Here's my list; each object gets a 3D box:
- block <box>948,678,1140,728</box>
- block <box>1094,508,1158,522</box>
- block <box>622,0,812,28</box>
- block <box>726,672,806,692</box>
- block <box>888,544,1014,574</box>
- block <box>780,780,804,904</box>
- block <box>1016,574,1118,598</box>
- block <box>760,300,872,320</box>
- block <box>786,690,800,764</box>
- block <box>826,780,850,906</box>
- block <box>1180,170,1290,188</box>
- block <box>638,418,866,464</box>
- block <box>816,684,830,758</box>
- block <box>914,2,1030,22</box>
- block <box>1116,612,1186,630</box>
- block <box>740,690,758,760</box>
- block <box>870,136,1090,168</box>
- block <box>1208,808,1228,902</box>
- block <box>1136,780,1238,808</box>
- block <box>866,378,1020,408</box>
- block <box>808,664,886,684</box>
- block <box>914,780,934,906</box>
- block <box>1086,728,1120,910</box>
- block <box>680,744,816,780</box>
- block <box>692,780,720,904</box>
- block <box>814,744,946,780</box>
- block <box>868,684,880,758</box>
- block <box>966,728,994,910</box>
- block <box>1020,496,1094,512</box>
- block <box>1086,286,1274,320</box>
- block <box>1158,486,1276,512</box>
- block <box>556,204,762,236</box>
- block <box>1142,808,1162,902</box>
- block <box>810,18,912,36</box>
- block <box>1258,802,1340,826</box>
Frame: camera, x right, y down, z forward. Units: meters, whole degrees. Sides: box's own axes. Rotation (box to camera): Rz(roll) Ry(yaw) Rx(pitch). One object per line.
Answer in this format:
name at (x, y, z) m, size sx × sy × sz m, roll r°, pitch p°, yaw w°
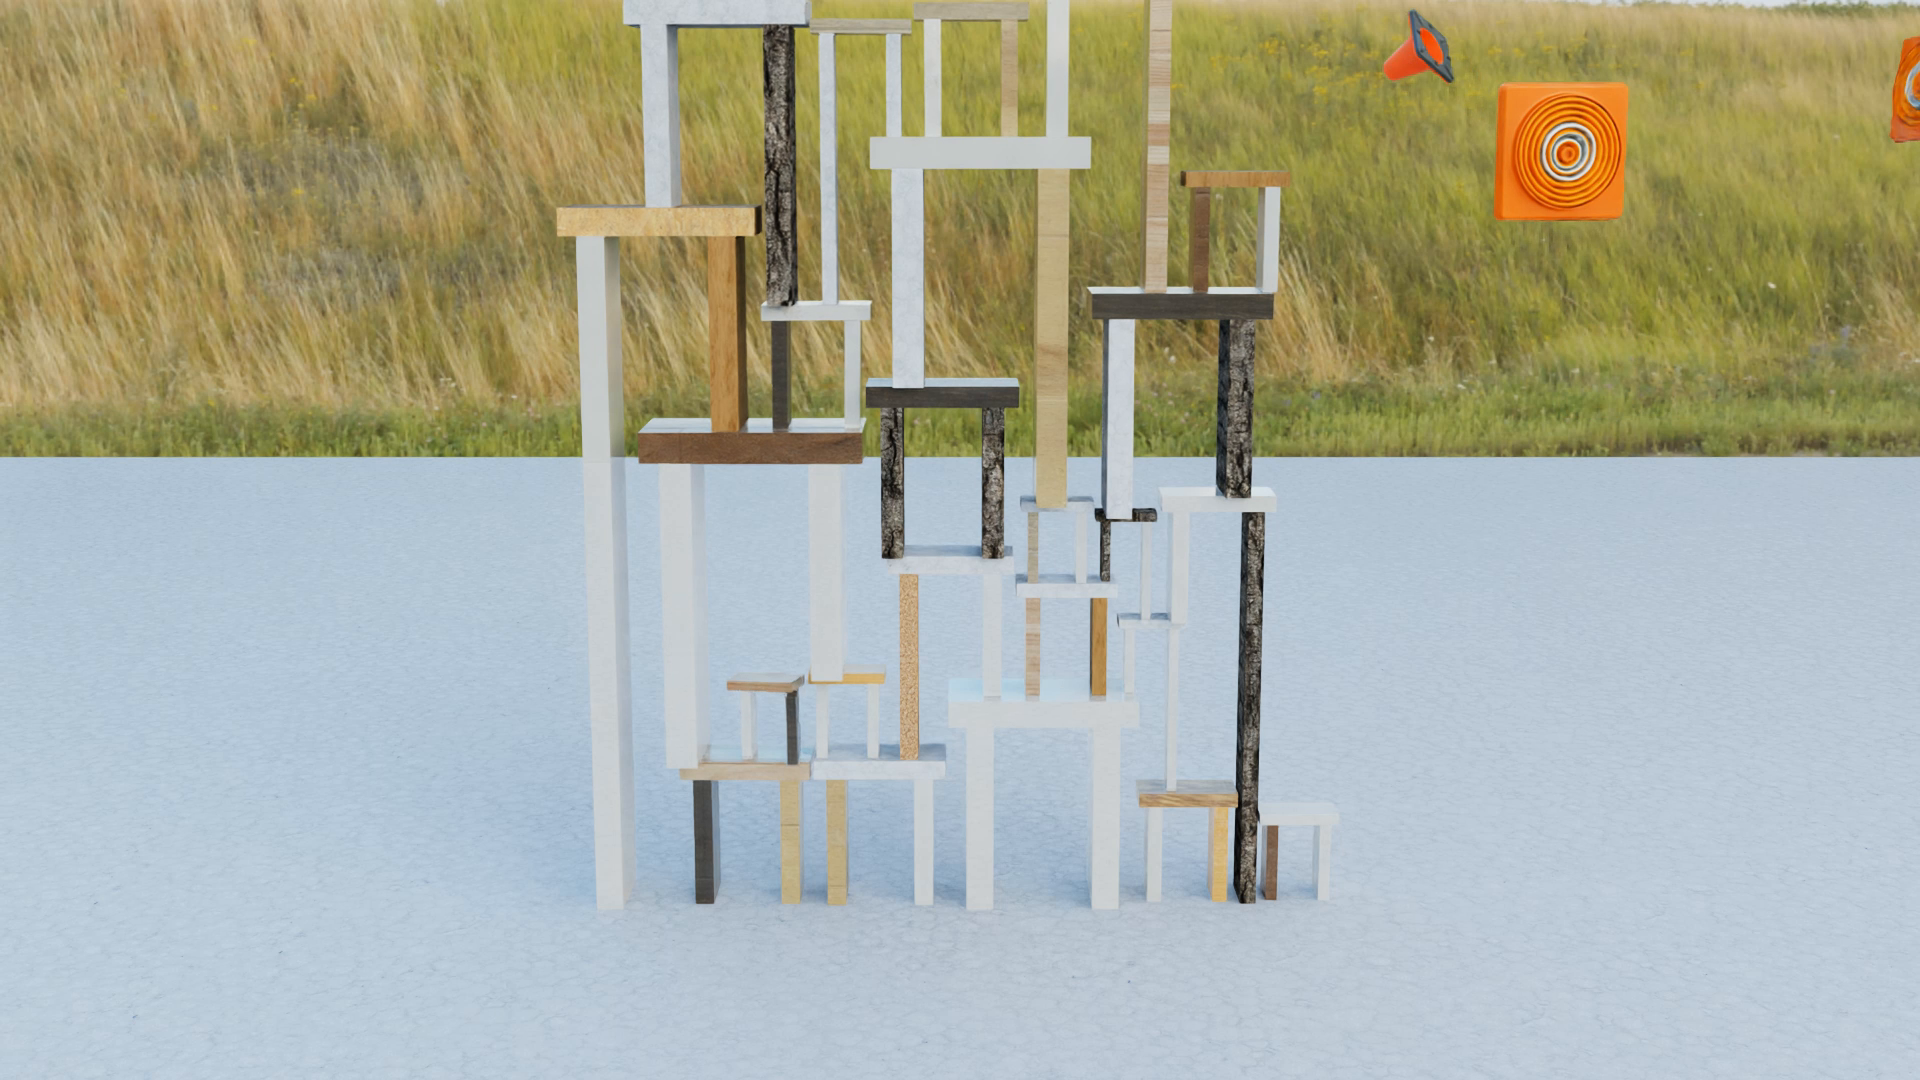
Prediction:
block at (0.135, 0.267, 3.609) m, size 0.307 × 0.043 × 0.153 m, roll 0°, pitch 11°, yaw 0°
block at (0.268, -0.041, 3.557) m, size 0.098 × 0.014 × 0.049 m, roll 0°, pitch 11°, yaw 0°
block at (-0.373, -0.817, 3.411) m, size 0.276 × 0.039 × 0.138 m, roll 0°, pitch 11°, yaw 1°
block at (-0.317, 0.232, 3.588) m, size 0.114 × 0.016 × 0.057 m, roll 1°, pitch 11°, yaw 18°
block at (-0.015, 0.032, 3.569) m, size 0.203 × 0.029 × 0.101 m, roll 0°, pitch 11°, yaw 0°
block at (-0.278, 0.485, 3.653) m, size 0.030 × 0.212 × 0.106 m, roll 0°, pitch 11°, yaw 0°
block at (0.172, 0.074, 3.577) m, size 0.162 × 0.023 × 0.081 m, roll 0°, pitch 11°, yaw 0°
block at (-0.227, -0.364, 3.494) m, size 0.171 × 0.024 × 0.086 m, roll 0°, pitch 11°, yaw 0°
block at (-0.271, 0.301, 3.574) m, size 0.016 × 0.114 × 0.057 m, roll 0°, pitch 15°, yaw 1°
block at (-0.202, 0.485, 3.647) m, size 0.030 × 0.214 × 0.107 m, roll 0°, pitch 11°, yaw 0°
block at (0.432, -0.567, 3.454) m, size 0.163 × 0.023 × 0.081 m, roll 0°, pitch 11°, yaw 0°
block at (-0.329, -0.160, 3.531) m, size 0.351 × 0.050 × 0.175 m, roll 0°, pitch 11°, yaw 0°
block at (-0.225, 0.289, 3.610) m, size 0.018 × 0.124 × 0.062 m, roll 0°, pitch 10°, yaw 0°
block at (0.017, -0.818, 3.410) m, size 0.177 × 0.025 × 0.089 m, roll 0°, pitch 11°, yaw 0°
block at (0.312, 0.132, 3.588) m, size 0.107 × 0.015 × 0.054 m, roll 0°, pitch 10°, yaw 0°
block at (-0.346, 0.296, 3.608) m, size 0.016 × 0.114 × 0.057 m, roll 0°, pitch 11°, yaw 5°
block at (0.031, -0.607, 3.445) m, size 0.337 × 0.048 × 0.169 m, roll 0°, pitch 11°, yaw 0°
block at (0.428, 0.510, 3.656) m, size 0.023 × 0.162 × 0.081 m, roll 0°, pitch 11°, yaw 0°
block at (0.374, 0.419, 3.639) m, size 0.162 × 0.023 × 0.081 m, roll 0°, pitch 11°, yaw 0°
block at (-0.028, -0.235, 3.512) m, size 0.241 × 0.034 × 0.121 m, roll 0°, pitch 11°, yaw 0°
block at (-0.184, 0.219, 3.597) m, size 0.124 × 0.018 × 0.062 m, roll 0°, pitch 11°, yaw 0°
block at (-0.059, 0.485, 3.647) m, size 0.030 × 0.214 × 0.107 m, roll 0°, pitch 11°, yaw 0°
block at (0.237, 0.439, 3.641) m, size 0.043 × 0.307 × 0.153 m, roll 0°, pitch 11°, yaw 0°
block at (-0.349, 0.366, 3.627) m, size 0.212 × 0.030 × 0.106 m, roll 0°, pitch 11°, yaw 1°
block at (-0.420, 0.485, 3.653) m, size 0.030 × 0.212 × 0.106 m, roll 0°, pitch 11°, yaw 0°
block at (-0.131, 0.365, 3.625) m, size 0.214 × 0.030 × 0.107 m, roll 0°, pitch 11°, yaw 0°
block at (-0.142, 0.289, 3.610) m, size 0.018 × 0.124 × 0.062 m, roll 1°, pitch 11°, yaw 0°
block at (0.032, 0.439, 3.641) m, size 0.043 × 0.307 × 0.153 m, roll 0°, pitch 11°, yaw 0°
block at (0.156, -0.058, 3.546) m, size 0.116 × 0.016 × 0.058 m, roll 0°, pitch 11°, yaw 0°
block at (0.346, -0.376, 3.490) m, size 0.283 × 0.040 × 0.141 m, roll 0°, pitch 11°, yaw 0°
block at (0.413, -0.065, 3.544) m, size 0.182 × 0.026 × 0.091 m, roll 0°, pitch 11°, yaw 0°
block at (-0.470, -0.504, 3.467) m, size 0.304 × 0.043 × 0.152 m, roll 0°, pitch 11°, yaw 0°
block at (0.320, 0.510, 3.656) m, size 0.023 × 0.162 × 0.081 m, roll 0°, pitch 11°, yaw 0°
block at (-0.153, -0.795, 3.408) m, size 0.156 × 0.022 × 0.078 m, roll 0°, pitch 11°, yaw -1°
block at (0.558, 0.454, 3.643) m, size 0.130 × 0.018 × 0.065 m, roll 0°, pitch 11°, yaw 0°
